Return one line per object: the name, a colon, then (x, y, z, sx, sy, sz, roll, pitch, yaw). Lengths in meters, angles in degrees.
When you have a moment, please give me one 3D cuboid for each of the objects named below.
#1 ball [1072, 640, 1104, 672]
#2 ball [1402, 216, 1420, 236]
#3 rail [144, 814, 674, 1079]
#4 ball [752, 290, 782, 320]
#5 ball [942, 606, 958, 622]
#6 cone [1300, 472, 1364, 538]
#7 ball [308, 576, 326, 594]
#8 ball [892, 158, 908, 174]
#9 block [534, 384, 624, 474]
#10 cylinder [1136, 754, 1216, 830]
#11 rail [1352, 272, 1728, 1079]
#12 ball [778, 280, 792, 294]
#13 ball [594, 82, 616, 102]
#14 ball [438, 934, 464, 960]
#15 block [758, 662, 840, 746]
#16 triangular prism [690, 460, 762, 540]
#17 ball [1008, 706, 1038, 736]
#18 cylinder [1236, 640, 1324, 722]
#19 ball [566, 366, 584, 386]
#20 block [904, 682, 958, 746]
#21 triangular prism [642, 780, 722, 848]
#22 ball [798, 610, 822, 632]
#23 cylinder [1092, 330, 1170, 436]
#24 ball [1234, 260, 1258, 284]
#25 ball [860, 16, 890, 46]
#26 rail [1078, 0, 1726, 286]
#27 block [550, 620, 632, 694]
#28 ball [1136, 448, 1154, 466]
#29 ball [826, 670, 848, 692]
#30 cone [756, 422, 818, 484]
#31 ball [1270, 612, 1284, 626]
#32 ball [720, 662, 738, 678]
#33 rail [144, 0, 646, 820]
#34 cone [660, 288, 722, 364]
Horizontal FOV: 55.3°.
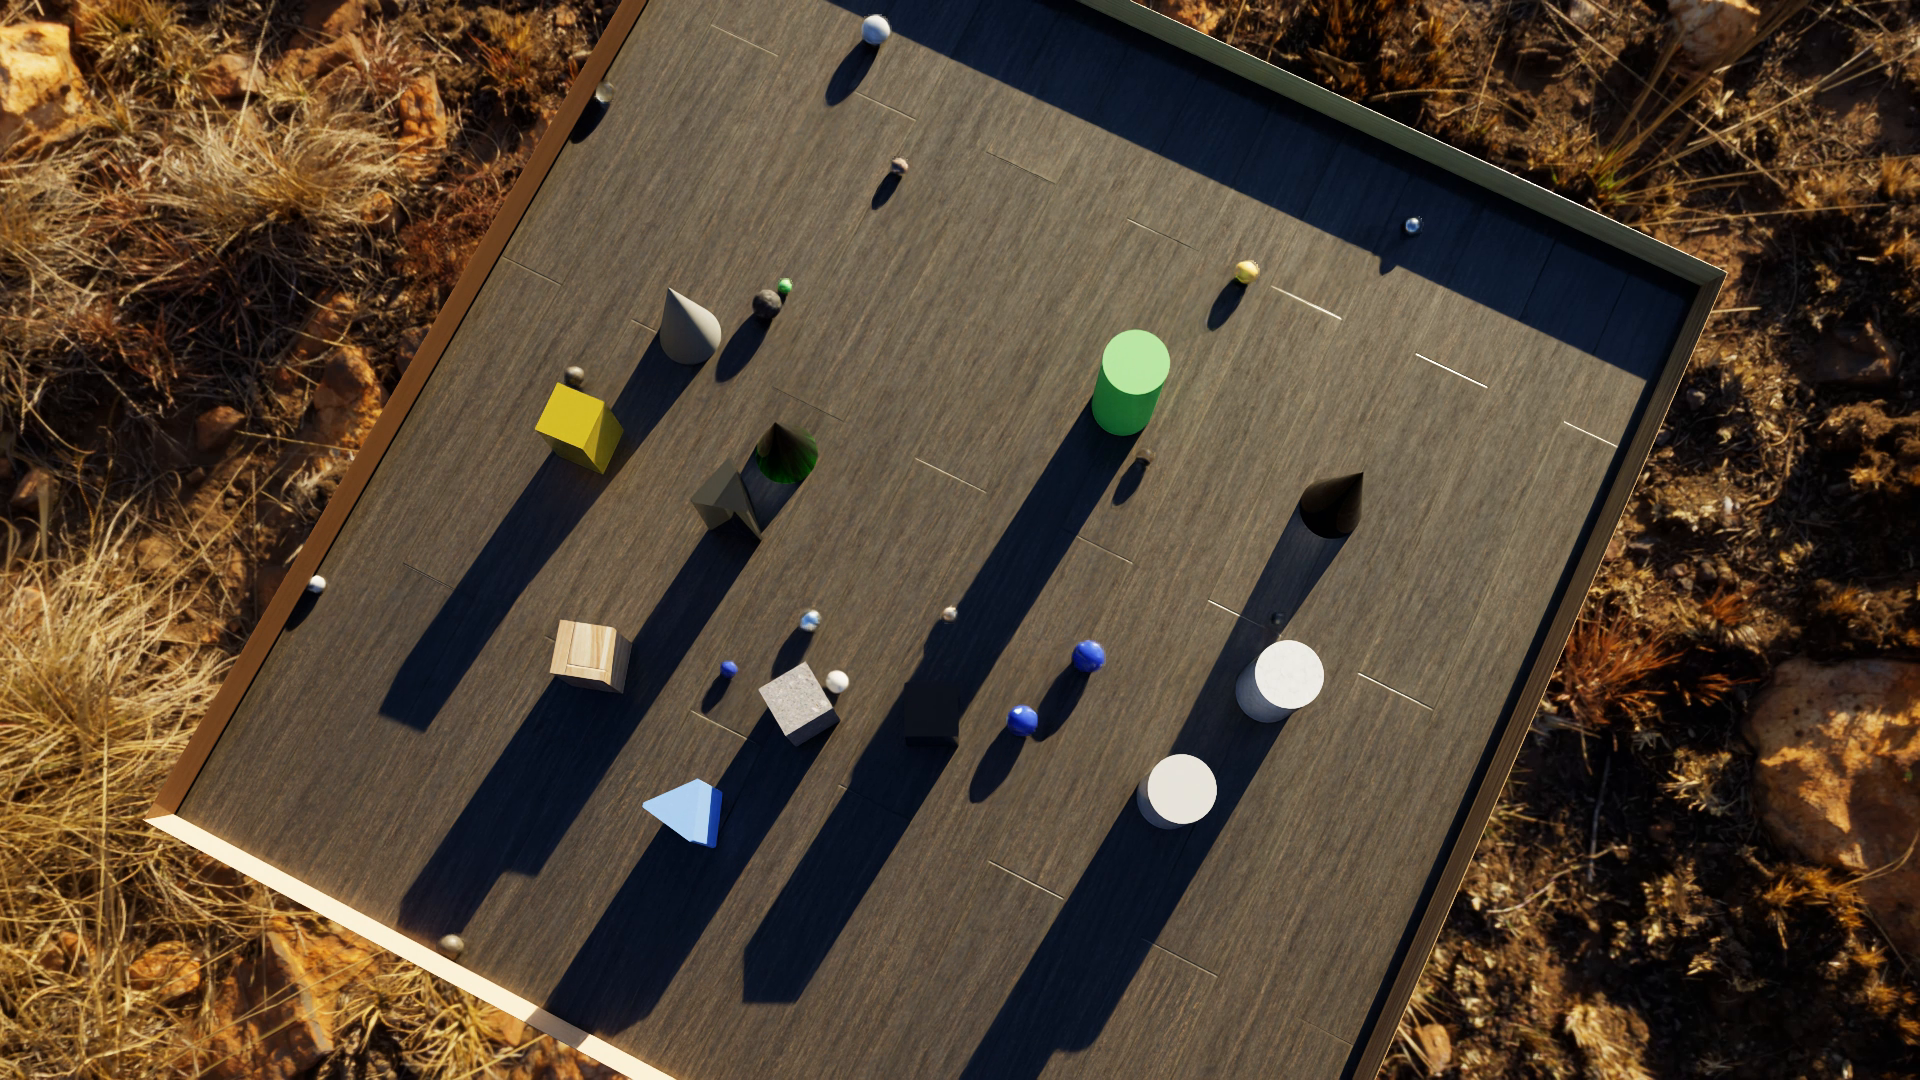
ball: (0.384, 0.350, 5.495, 0.097, 0.097, 0.097, 0, 78, 0)
ball: (1.427, -0.992, 5.792, 0.058, 0.058, 0.058, 0, 78, 0)
rail: (-0.799, 1.572, 5.226, 3.495, 0.125, 0.045, 26, 80, 5)
ball: (-0.603, -0.736, 5.722, 0.092, 0.092, 0.092, 0, 78, 0)
ball: (-0.030, 0.225, 5.545, 0.048, 0.048, 0.048, 0, 78, 0)
cone: (1.141, -0.145, 5.409, 0.193, 0.466, 0.193, 0, 78, 0)
ball: (-1.954, 0.135, 5.562, 0.053, 0.053, 0.053, 0, 78, 0)
ball: (-0.194, -1.189, 5.836, 0.052, 0.052, 0.052, 0, 78, 0)
block: (-1.143, -0.332, 5.524, 0.154, 0.316, 0.154, 22, 79, 5)
cylinder: (0.622, 0.731, 5.294, 0.193, 0.336, 0.193, 0, 78, 0)
rail: (1.542, 0.762, 5.394, 0.045, 0.125, 3.621, 26, 80, 5)
ball: (-0.551, -0.797, 5.759, 0.043, 0.043, 0.043, 0, 78, 0)
ball: (-1.139, -1.438, 5.881, 0.065, 0.065, 0.065, 0, 78, 0)
ball: (-1.482, 1.186, 5.333, 0.074, 0.074, 0.074, 0, 78, 0)
block: (-0.465, 0.482, 5.344, 0.154, 0.338, 0.154, -30, 80, -6)
triangular prism: (-0.673, -0.126, 5.438, 0.167, 0.401, 0.145, 11, 79, 2)
ball: (0.187, 0.539, 5.458, 0.093, 0.093, 0.093, 0, 78, 0)
cylinder: (0.926, 0.416, 5.337, 0.193, 0.379, 0.193, 0, 78, 0)
ball: (-1.196, -0.510, 5.692, 0.059, 0.059, 0.059, 0, 78, 0)
block: (-0.081, 0.512, 5.360, 0.154, 0.296, 0.154, 0, 78, 0)
triangular prism: (-0.753, 0.759, 5.216, 0.167, 0.477, 0.145, 35, 80, 7)
ball: (-0.451, 0.244, 5.530, 0.070, 0.070, 0.070, 0, 78, 0)
cylinder: (0.505, -0.464, 5.478, 0.193, 0.459, 0.193, 0, 78, 0)
ball: (0.898, -0.841, 5.755, 0.070, 0.070, 0.070, 0, 78, 0)
ball: (-0.274, -1.644, 5.910, 0.092, 0.092, 0.092, 0, 78, 0)
rail: (0.799, -1.558, 5.874, 3.495, 0.125, 0.045, 26, 80, 5)
block: (-1.081, 0.346, 5.386, 0.154, 0.310, 0.154, 8, 78, 2)
ball: (0.568, -0.253, 5.640, 0.056, 0.056, 0.056, 0, 78, 0)
ball: (-0.370, 0.425, 5.494, 0.067, 0.067, 0.067, 0, 78, 0)
cone: (-0.536, -0.304, 5.492, 0.193, 0.367, 0.193, 0, 78, 0)
ball: (0.961, 0.238, 5.547, 0.041, 0.041, 0.041, 0, 78, 0)
ball: (-0.694, 0.390, 5.510, 0.050, 0.050, 0.050, 0, 78, 0)
rail: (-1.542, -0.748, 5.706, 0.045, 0.125, 3.621, 26, 80, 5)
cone: (-0.846, -0.688, 5.532, 0.193, 0.445, 0.193, 0, 78, 0)
